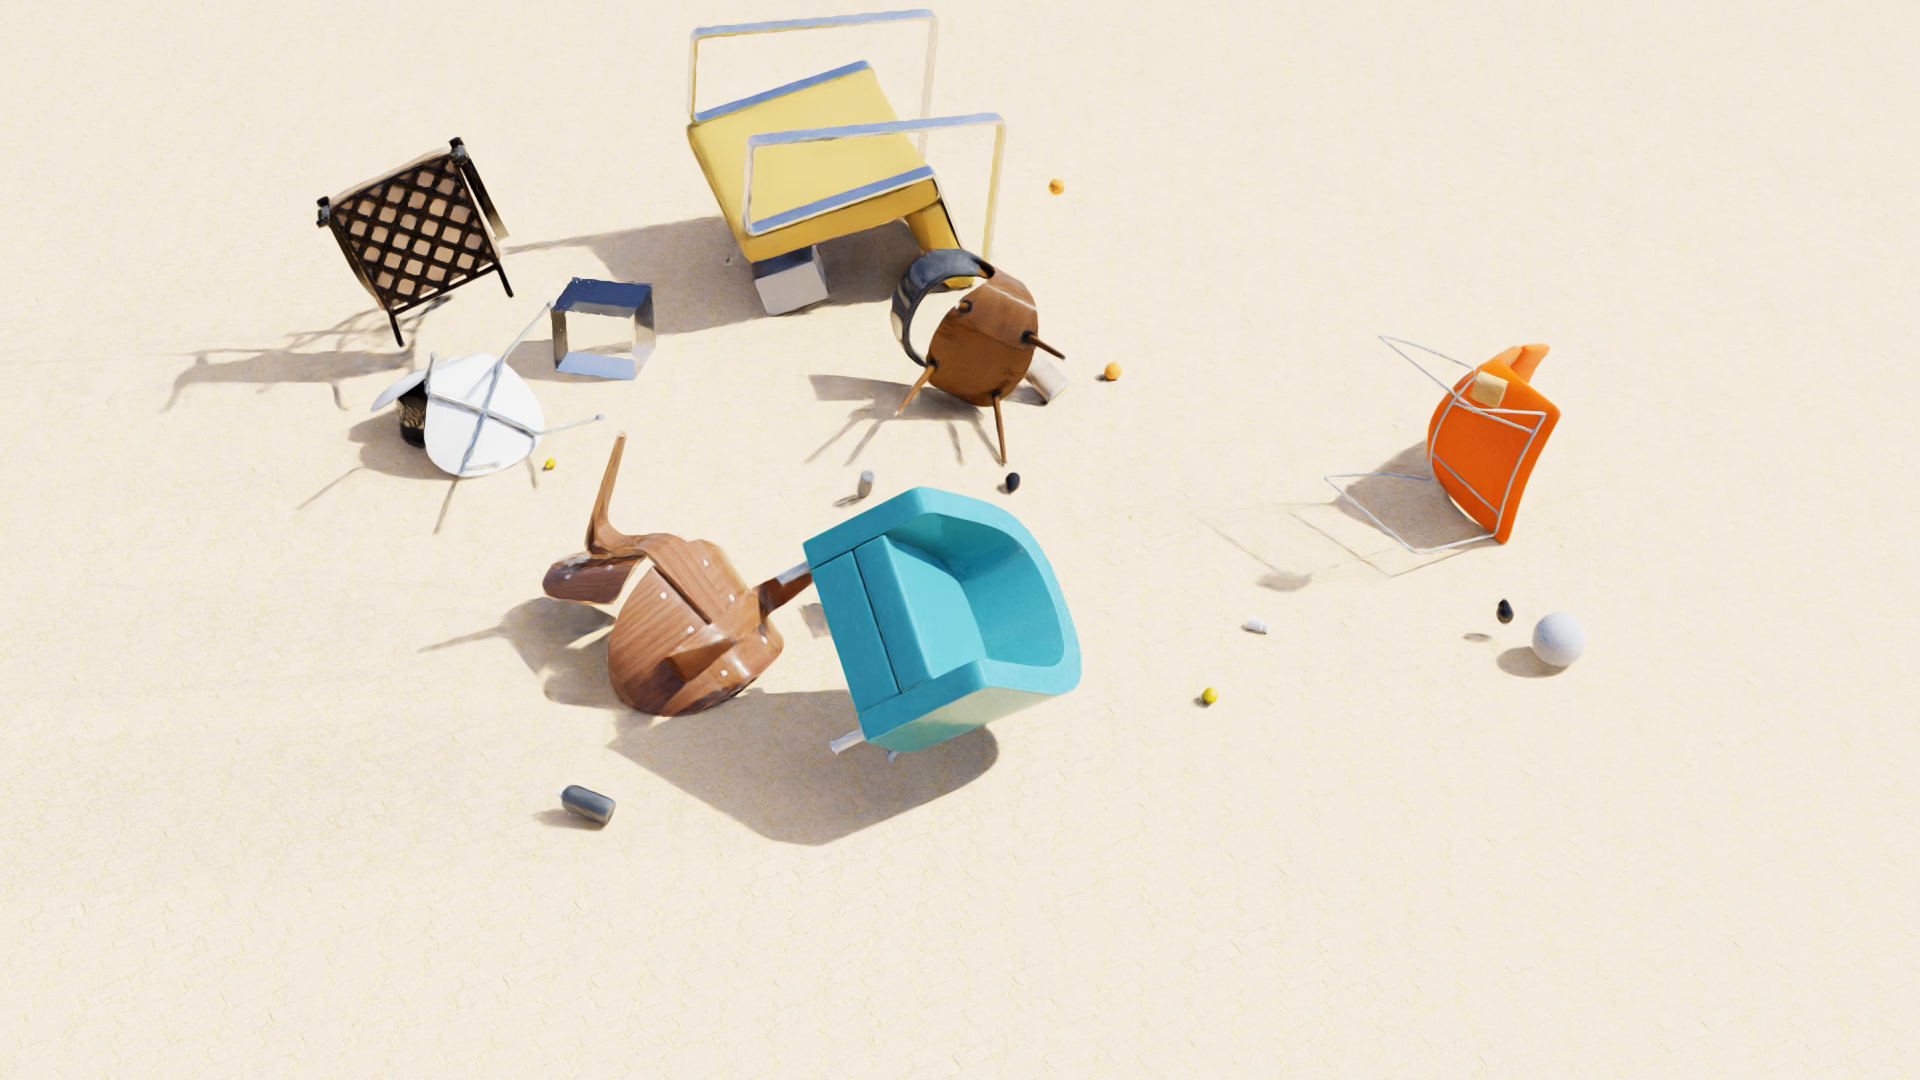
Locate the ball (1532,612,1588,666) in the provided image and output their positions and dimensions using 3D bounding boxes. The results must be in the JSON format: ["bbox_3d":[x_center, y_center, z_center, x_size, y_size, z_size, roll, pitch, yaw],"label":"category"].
[{"bbox_3d":[2.094,0.344,10.247,0.192,0.192,0.192,0,33,0],"label":"ball"}]

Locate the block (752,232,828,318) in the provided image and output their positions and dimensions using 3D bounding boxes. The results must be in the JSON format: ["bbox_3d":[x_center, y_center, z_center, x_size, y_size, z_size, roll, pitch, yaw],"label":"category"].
[{"bbox_3d":[-0.723,-1.124,12.416,0.265,0.188,0.262,-18,33,5],"label":"block"}]

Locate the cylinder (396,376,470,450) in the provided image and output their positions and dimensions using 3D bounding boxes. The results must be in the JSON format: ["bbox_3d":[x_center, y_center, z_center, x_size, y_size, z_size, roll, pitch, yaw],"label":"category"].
[{"bbox_3d":[-2.076,-0.499,11.537,0.305,0.180,0.244,25,41,33],"label":"cylinder"}]

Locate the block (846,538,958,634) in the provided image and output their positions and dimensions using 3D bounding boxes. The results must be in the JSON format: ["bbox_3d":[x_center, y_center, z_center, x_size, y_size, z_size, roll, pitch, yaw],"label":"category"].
[{"bbox_3d":[-0.207,0.163,10.510,0.352,0.205,0.209,-12,35,-17],"label":"block"}]

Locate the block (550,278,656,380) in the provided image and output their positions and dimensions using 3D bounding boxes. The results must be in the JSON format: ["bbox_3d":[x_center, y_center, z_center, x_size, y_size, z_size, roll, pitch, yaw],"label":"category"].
[{"bbox_3d":[-1.458,-0.866,11.998,0.339,0.286,0.281,7,34,11],"label":"block"}]

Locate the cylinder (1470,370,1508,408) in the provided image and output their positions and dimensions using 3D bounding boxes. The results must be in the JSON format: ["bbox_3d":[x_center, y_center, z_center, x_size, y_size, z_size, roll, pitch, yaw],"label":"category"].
[{"bbox_3d":[1.869,-0.530,10.359,0.102,0.137,0.099,22,72,14],"label":"cylinder"}]

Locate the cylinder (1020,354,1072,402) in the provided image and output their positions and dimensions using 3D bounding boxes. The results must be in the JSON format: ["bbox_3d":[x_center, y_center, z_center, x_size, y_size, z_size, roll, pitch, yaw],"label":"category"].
[{"bbox_3d":[0.346,-0.652,11.792,0.163,0.081,0.142,45,52,7],"label":"cylinder"}]
